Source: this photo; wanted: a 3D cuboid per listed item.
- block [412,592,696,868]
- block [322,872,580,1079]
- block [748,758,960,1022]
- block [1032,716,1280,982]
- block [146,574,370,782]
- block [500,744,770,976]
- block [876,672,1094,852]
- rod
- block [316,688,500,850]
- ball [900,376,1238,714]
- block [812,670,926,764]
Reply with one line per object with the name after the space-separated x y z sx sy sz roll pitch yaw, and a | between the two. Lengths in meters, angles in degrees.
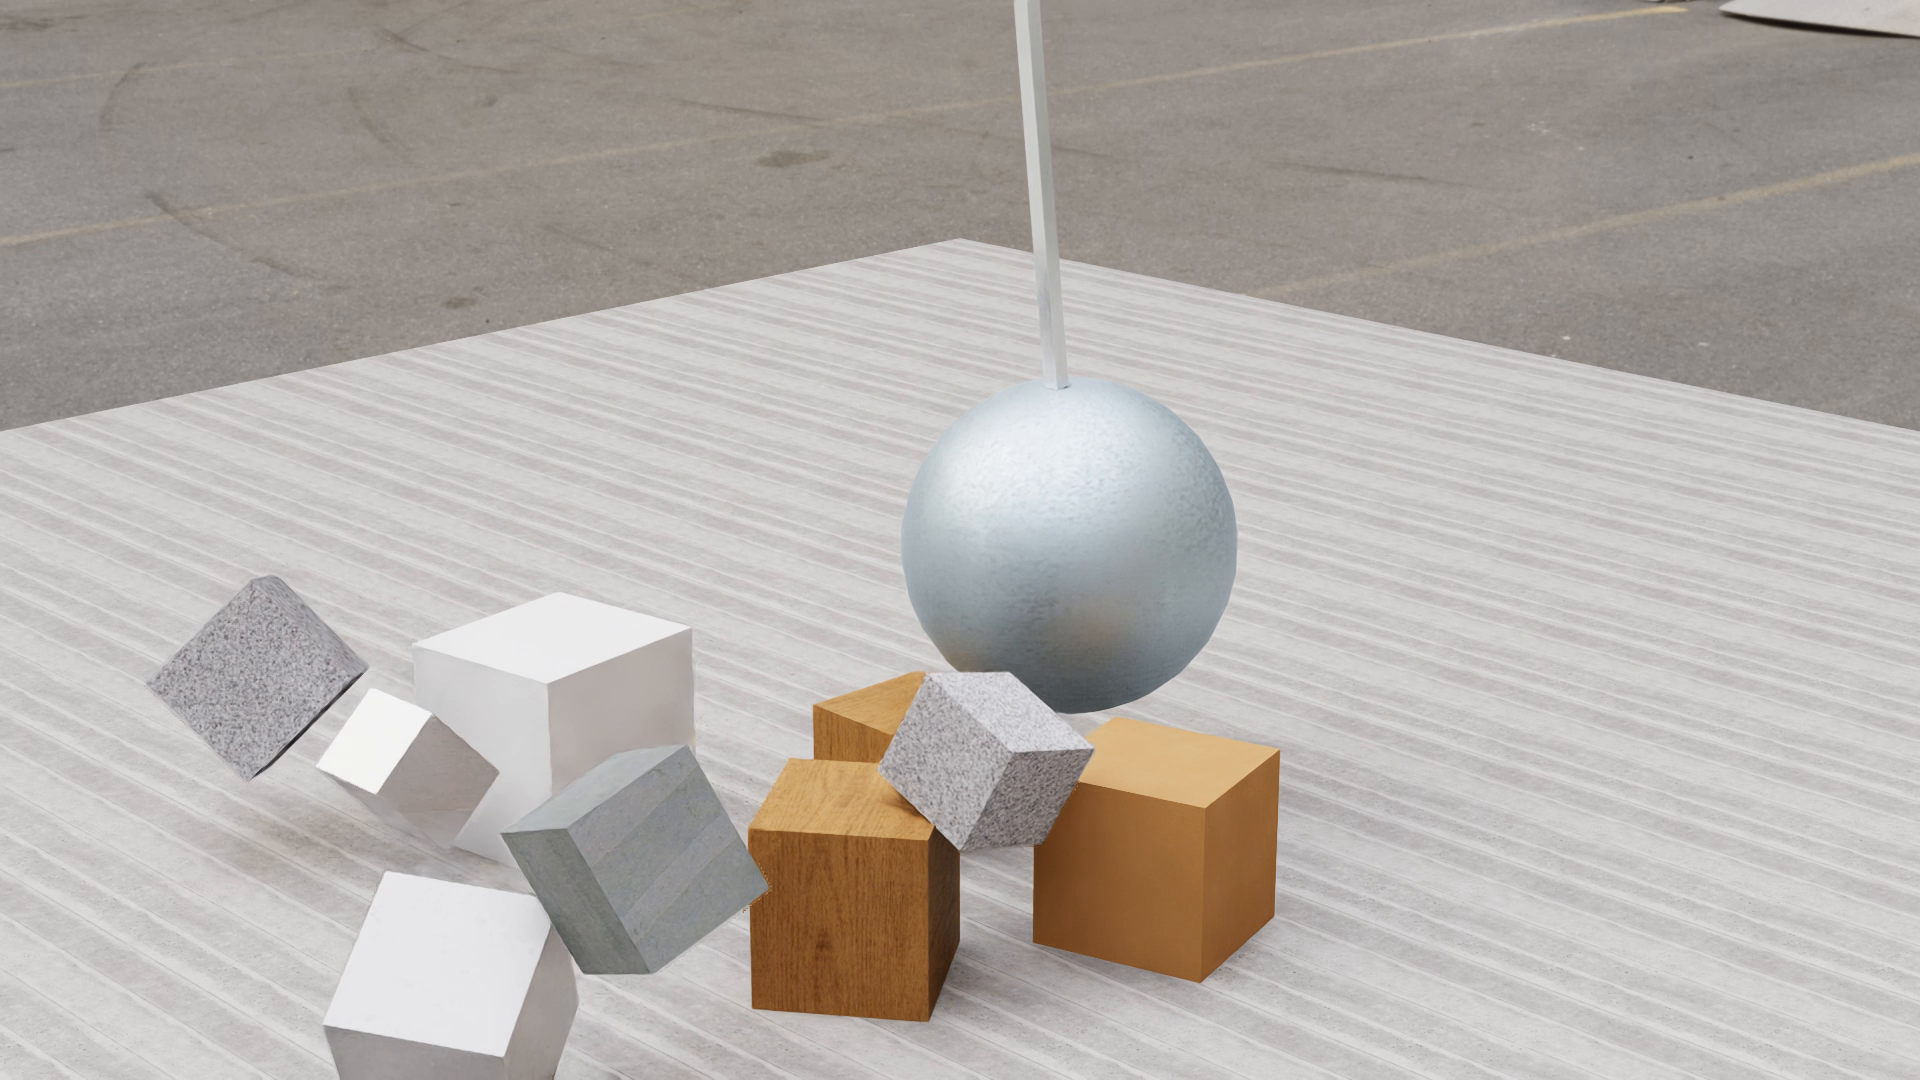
-1.903 0.906 13.858 0.875 0.962 0.962 13 22 35 | block
-1.892 1.776 11.014 0.683 0.693 0.686 9 49 8 | block
-0.431 1.461 12.347 0.744 0.809 0.786 3 18 9 | block
0.857 1.332 12.775 0.805 0.798 0.769 10 20 28 | block
-3.227 0.625 13.555 0.661 0.632 0.794 -45 5 -3 | block
-1.193 1.174 10.732 0.560 0.617 0.601 -35 11 -30 | block
0.105 0.907 12.120 0.533 0.491 0.552 2 32 -50 | block
0.224 -3.108 12.600 0.080 5.200 0.080 17 31 42 | rod
-2.394 0.995 12.740 0.449 0.499 0.417 17 67 42 | block
0.517 0.024 13.891 1.600 1.600 1.600 0 17 0 | ball
-0.229 1.069 13.908 0.681 0.622 0.629 -16 24 -41 | block
